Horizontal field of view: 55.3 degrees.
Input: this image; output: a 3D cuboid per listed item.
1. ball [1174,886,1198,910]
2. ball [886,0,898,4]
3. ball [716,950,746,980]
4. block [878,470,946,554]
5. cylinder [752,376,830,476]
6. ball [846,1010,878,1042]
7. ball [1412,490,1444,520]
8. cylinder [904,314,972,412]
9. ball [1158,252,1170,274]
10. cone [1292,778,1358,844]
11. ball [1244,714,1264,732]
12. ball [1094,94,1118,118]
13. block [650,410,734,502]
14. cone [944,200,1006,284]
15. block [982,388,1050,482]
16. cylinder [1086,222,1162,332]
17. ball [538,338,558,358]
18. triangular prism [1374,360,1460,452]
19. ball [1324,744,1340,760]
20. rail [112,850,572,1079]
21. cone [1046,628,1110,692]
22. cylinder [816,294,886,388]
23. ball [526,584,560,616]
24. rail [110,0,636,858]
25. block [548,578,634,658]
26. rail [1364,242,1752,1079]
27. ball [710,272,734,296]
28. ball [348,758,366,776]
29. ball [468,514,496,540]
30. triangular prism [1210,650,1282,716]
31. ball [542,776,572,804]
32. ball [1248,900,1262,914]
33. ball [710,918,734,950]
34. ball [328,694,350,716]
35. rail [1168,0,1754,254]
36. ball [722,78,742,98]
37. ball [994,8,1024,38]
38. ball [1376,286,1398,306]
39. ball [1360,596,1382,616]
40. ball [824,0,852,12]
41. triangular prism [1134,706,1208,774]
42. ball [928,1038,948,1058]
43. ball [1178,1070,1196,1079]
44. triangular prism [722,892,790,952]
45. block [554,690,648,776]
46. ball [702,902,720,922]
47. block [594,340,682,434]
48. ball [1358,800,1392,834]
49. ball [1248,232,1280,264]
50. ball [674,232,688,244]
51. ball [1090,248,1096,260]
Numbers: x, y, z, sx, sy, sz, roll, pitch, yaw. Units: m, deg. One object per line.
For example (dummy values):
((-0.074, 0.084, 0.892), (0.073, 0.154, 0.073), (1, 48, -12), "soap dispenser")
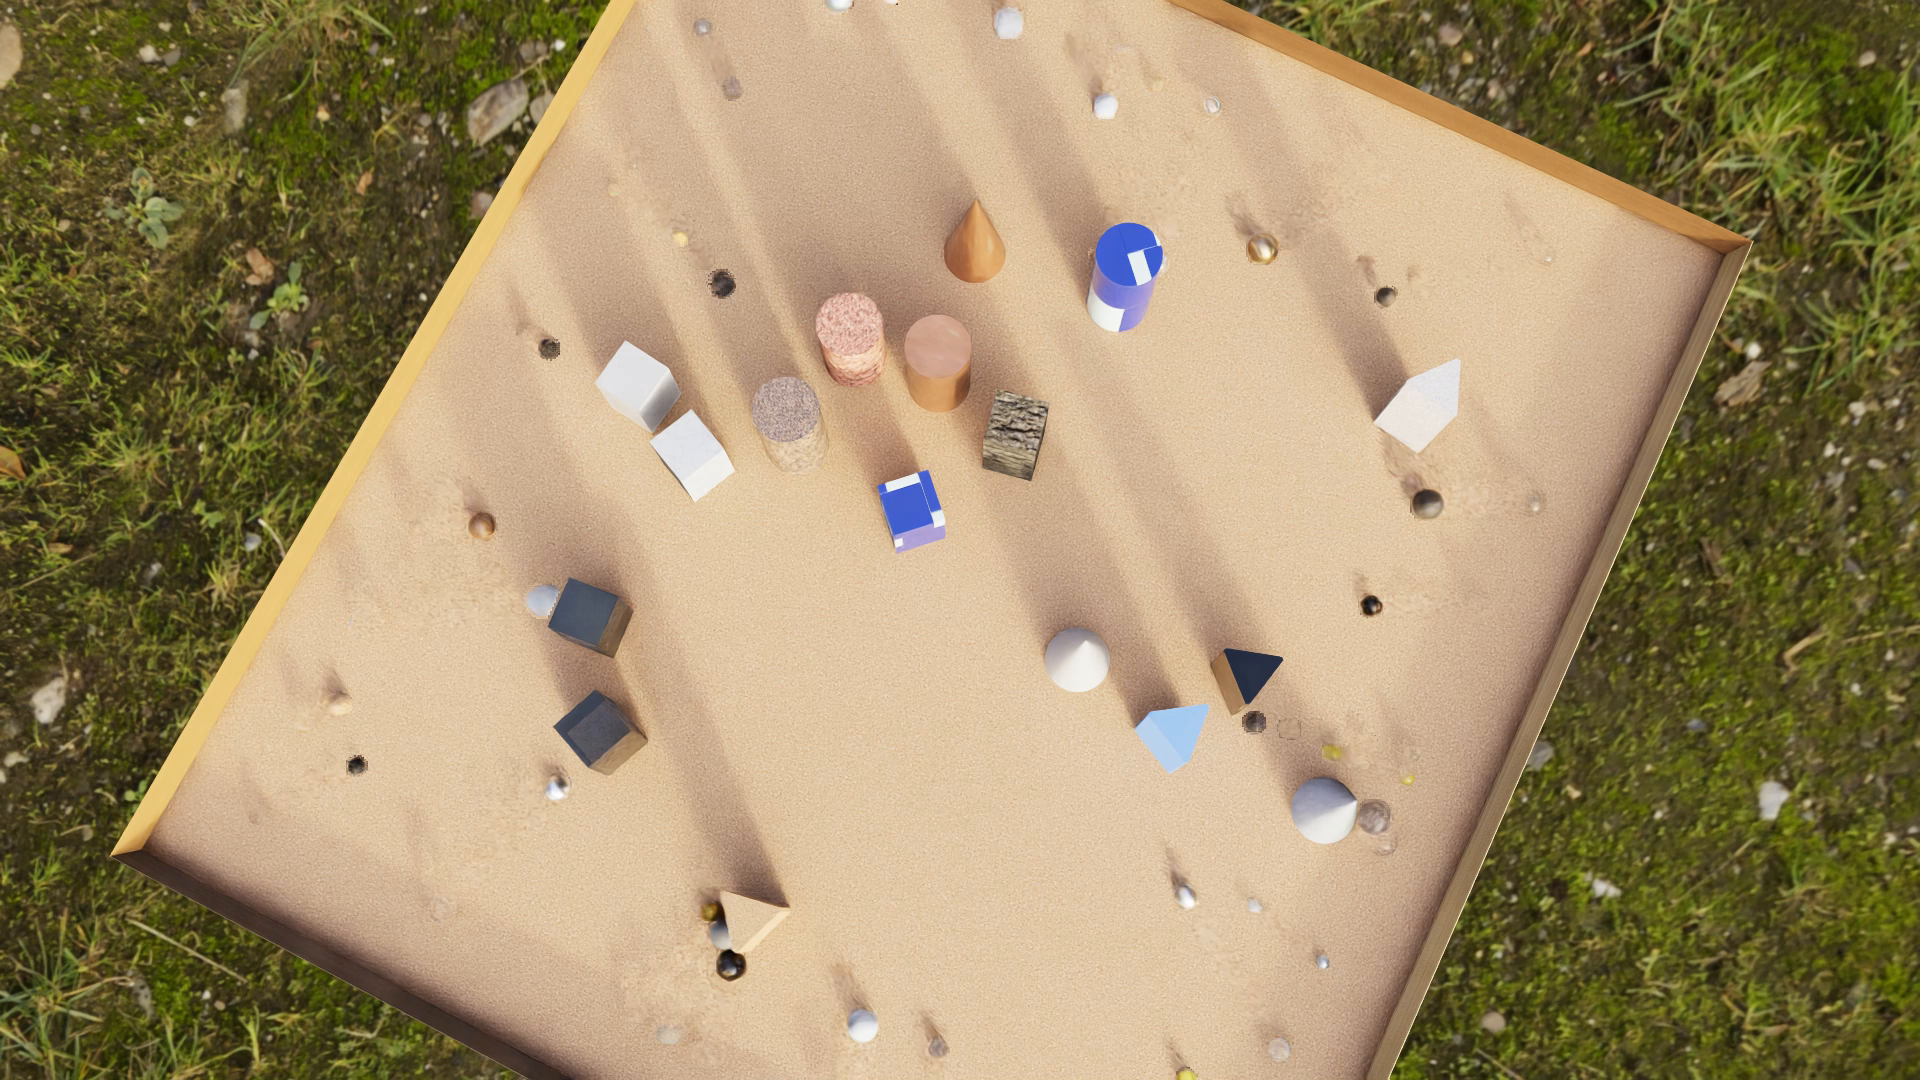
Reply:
((0.664, 1.048, 5.364), (0.069, 0.069, 0.069), (0, 78, 0), "ball")
((-0.223, -1.766, 5.958), (0.048, 0.048, 0.048), (0, 78, 0), "ball")
((-0.664, 1.233, 5.316), (0.089, 0.089, 0.089), (0, 78, 0), "ball")
((-0.143, -0.082, 5.496), (0.157, 0.270, 0.157), (-18, 79, -4), "block")
((-0.503, -0.336, 5.480), (0.197, 0.403, 0.197), (0, 78, 0), "cylinder")
((-0.280, 1.401, 5.280), (0.091, 0.091, 0.091), (0, 78, 0), "ball")
((1.428, -0.108, 5.590), (0.096, 0.096, 0.096), (0, 78, 0), "ball")
((-0.065, -0.529, 5.539), (0.197, 0.366, 0.197), (0, 78, 0), "cylinder")
((0.625, -0.870, 5.761), (0.069, 0.069, 0.069), (0, 78, 0), "ball")
((1.083, 0.757, 5.222), (0.197, 0.467, 0.197), (0, 78, 0), "cone")
((0.880, 0.547, 5.474), (0.057, 0.057, 0.057), (0, 78, 0), "ball")
((0.467, -1.390, 5.865), (0.077, 0.077, 0.077), (0, 78, 0), "ball")
((-0.806, -0.251, 5.531), (0.157, 0.269, 0.157), (-39, 81, -7), "block")
((0.047, -0.953, 5.581), (0.197, 0.456, 0.197), (0, 78, 0), "cone")
((0.165, -0.311, 5.501), (0.157, 0.352, 0.157), (15, 79, 3), "block")
((0.495, -0.792, 5.564), (0.197, 0.424, 0.197), (0, 78, 0), "cylinder")
((-1.281, -0.596, 5.709), (0.061, 0.061, 0.061), (0, 78, 0), "ball")
((1.396, -0.421, 5.485), (0.170, 0.428, 0.147), (36, 81, 7), "triangular prism")
((1.110, 0.633, 5.460), (0.050, 0.050, 0.050), (0, 78, 0), "ball")
((-0.857, 1.686, 5.201), (3.559, 0.128, 0.045), (26, 80, 5), "rail")
((0.355, 0.323, 5.351), (0.197, 0.390, 0.197), (0, 78, 0), "cone")
((-0.327, -0.604, 5.575), (0.197, 0.326, 0.197), (0, 78, 0), "cylinder")
((-1.258, 0.183, 5.529), (0.097, 0.097, 0.097), (0, 78, 0), "ball")
((-1.571, -0.762, 5.708), (0.045, 0.128, 3.881), (26, 80, 5), "rail")
((-1.092, 0.234, 5.438), (0.157, 0.255, 0.157), (21, 79, 4), "block")
((1.571, 0.776, 5.390), (0.045, 0.128, 3.881), (26, 80, 5), "rail")
((-0.747, -0.802, 5.743), (0.078, 0.078, 0.078), (0, 78, 0), "ball")
((-1.795, 0.674, 5.450), (0.052, 0.052, 0.052), (0, 78, 0), "ball")
((-1.457, -0.042, 5.584), (0.081, 0.081, 0.081), (0, 78, 0), "ball")
((0.815, 0.388, 5.386), (0.147, 0.295, 0.170), (38, 81, 7), "triangular prism")
((-1.192, 0.739, 5.420), (0.086, 0.086, 0.086), (0, 78, 0), "ball")
((0.863, 1.076, 5.373), (0.042, 0.042, 0.042), (0, 78, 0), "ball")
((-0.682, 1.146, 5.323), (0.090, 0.090, 0.090), (0, 78, 0), "ball")
((-1.857, 0.494, 5.481), (0.065, 0.065, 0.065), (0, 78, 0), "ball")
((0.857, -1.672, 5.896), (3.559, 0.128, 0.045), (26, 80, 5), "rail")
((-0.733, -1.450, 5.884), (0.065, 0.065, 0.065), (0, 78, 0), "ball")
((0.157, -1.669, 5.913), (0.097, 0.097, 0.097), (0, 78, 0), "ball")
((1.337, -0.763, 5.742), (0.064, 0.064, 0.064), (0, 78, 0), "ball")
((1.245, 0.200, 5.541), (0.066, 0.066, 0.066), (0, 78, 0), "ball")
((-0.394, -1.756, 5.931), (0.095, 0.095, 0.095), (0, 78, 0), "ball")
((0.634, 0.545, 5.292), (0.147, 0.414, 0.170), (-37, 81, -7), "triangular prism")
((-0.063, 1.464, 5.284), (0.057, 0.057, 0.057), (0, 78, 0), "ball")
((0.652, 1.553, 5.266), (0.056, 0.056, 0.056), (0, 78, 0), "ball")
((-0.609, 1.060, 5.227), (0.170, 0.333, 0.147), (-43, 81, -8), "triangular prism")
((-1.043, 0.566, 5.340), (0.157, 0.312, 0.157), (-41, 81, -8), "block")
((-0.728, 1.089, 5.362), (0.057, 0.057, 0.057), (0, 78, 0), "ball")
((-0.976, -0.462, 5.577), (0.157, 0.265, 0.157), (33, 80, 6), "block")
((1.220, 0.818, 5.397), (0.098, 0.098, 0.098), (0, 78, 0), "ball")
((0.953, -0.915, 5.756), (0.098, 0.098, 0.098), (0, 78, 0), "ball")
((-0.883, -0.954, 5.793), (0.041, 0.041, 0.041), (0, 78, 0), "ball")
((0.437, -0.897, 5.778), (0.048, 0.048, 0.048), (0, 78, 0), "ball")
